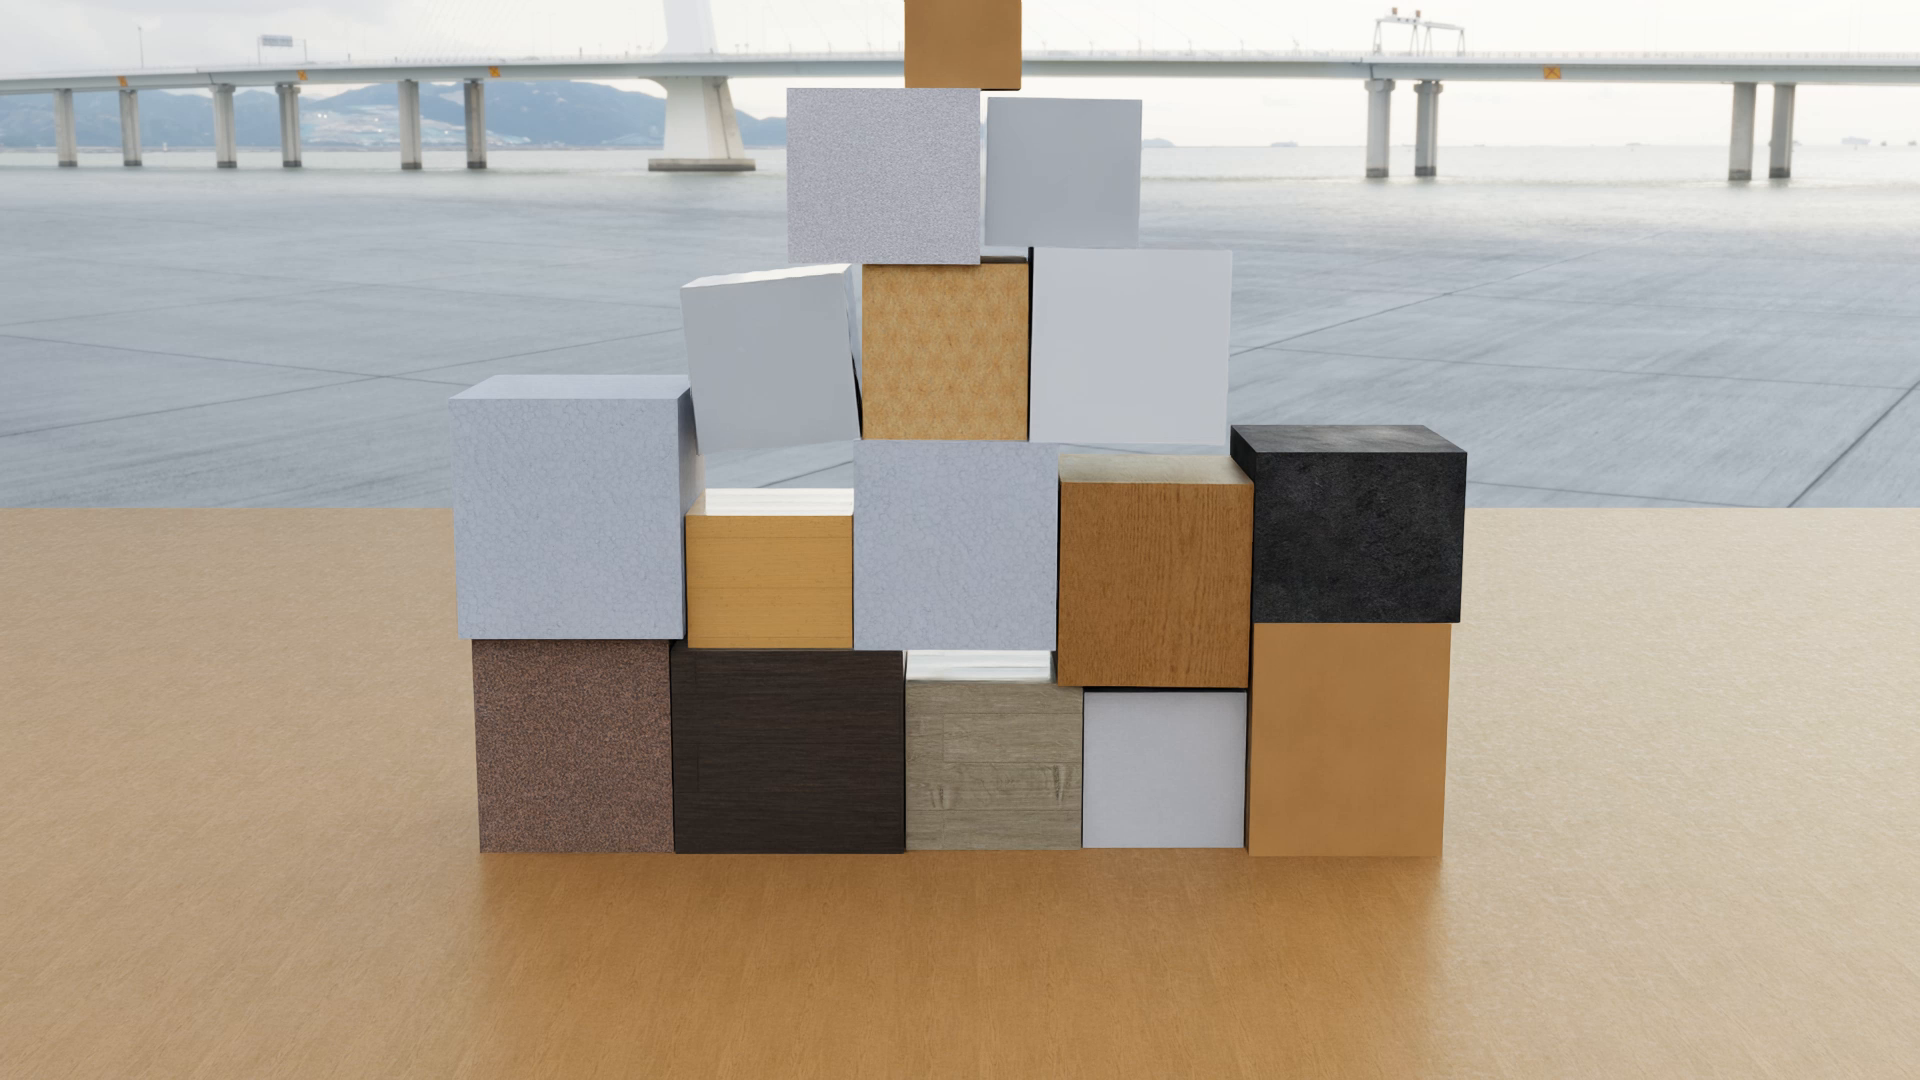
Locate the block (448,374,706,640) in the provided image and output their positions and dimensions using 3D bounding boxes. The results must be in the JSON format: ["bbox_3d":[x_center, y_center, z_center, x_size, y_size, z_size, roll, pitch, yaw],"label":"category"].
[{"bbox_3d":[-1.895,-0.193,11.134,1.091,1.176,1.089,0,10,0],"label":"block"}]

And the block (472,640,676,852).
[{"bbox_3d":[-1.912,0.929,11.353,0.968,1.111,0.966,0,10,0],"label":"block"}]

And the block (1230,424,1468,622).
[{"bbox_3d":[1.935,-0.102,11.170,1.014,0.841,1.041,0,10,0],"label":"block"}]

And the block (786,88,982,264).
[{"bbox_3d":[-0.361,-1.803,10.862,0.918,0.825,0.880,0,10,0],"label":"block"}]

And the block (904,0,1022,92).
[{"bbox_3d":[0.015,-2.486,10.717,0.559,0.574,0.572,0,10,0],"label":"block"}]

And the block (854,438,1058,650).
[{"bbox_3d":[-0.022,-0.051,11.178,0.990,1.029,0.964,0,10,0],"label":"block"}]

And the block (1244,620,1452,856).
[{"bbox_3d":[1.916,0.893,11.353,0.961,1.182,1.084,0,10,0],"label":"block"}]

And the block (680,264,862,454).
[{"bbox_3d":[-0.912,-0.923,11.022,0.788,0.810,0.848,-5,10,1],"label":"block"}]

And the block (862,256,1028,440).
[{"bbox_3d":[-0.071,-0.977,11.010,0.798,0.851,0.785,0,10,0],"label":"block"}]

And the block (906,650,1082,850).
[{"bbox_3d":[0.169,1.056,11.362,0.877,0.857,0.848,0,10,0],"label":"block"}]

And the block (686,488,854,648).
[{"bbox_3d":[-0.935,0.131,11.192,0.810,0.663,0.836,0,10,0],"label":"block"}]

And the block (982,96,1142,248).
[{"bbox_3d":[0.492,-1.819,10.866,0.737,0.702,0.787,1,10,0],"label":"block"}]

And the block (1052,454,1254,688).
[{"bbox_3d":[0.954,0.135,11.224,0.937,1.013,0.991,1,10,0],"label":"block"}]

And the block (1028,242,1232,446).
[{"bbox_3d":[0.817,-1.006,10.995,0.947,0.933,0.909,1,10,0],"label":"block"}]

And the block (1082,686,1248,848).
[{"bbox_3d":[1.021,1.078,11.395,0.808,0.802,0.831,0,10,0],"label":"block"}]

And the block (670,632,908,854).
[{"bbox_3d":[-0.849,0.962,11.374,1.138,1.038,1.033,0,10,0],"label":"block"}]
